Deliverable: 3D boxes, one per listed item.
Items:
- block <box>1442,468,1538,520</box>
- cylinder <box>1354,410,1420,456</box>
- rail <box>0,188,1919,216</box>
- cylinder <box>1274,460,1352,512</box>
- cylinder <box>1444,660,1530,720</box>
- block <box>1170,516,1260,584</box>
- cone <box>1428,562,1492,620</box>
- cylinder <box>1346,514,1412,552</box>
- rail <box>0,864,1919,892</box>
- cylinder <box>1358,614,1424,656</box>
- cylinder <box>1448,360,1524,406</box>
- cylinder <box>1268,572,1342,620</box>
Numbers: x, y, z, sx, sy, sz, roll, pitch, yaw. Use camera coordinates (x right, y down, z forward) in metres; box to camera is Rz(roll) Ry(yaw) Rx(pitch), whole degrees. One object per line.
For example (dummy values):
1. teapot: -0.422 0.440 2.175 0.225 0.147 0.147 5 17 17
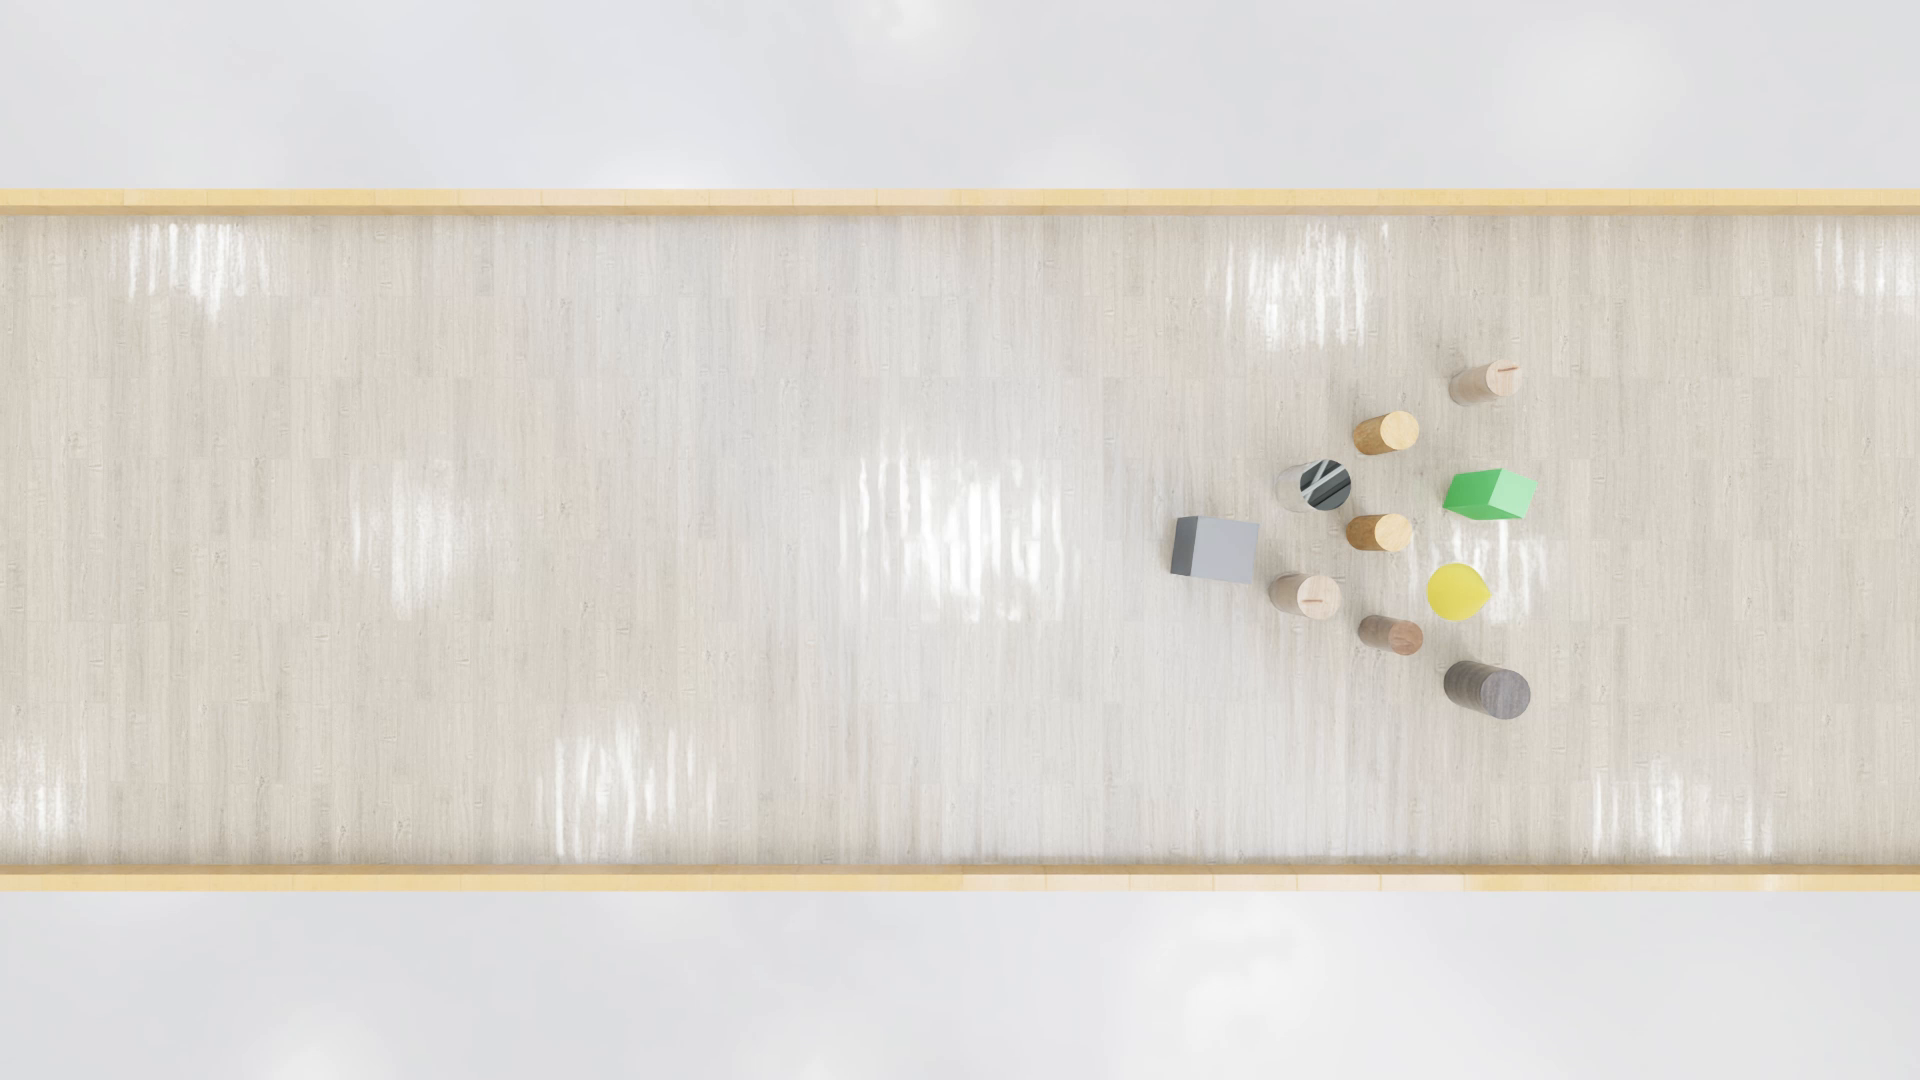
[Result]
1. block: 1.555 -0.131 4.856 0.109 0.440 0.109 21 90 0
2. cylinder: 1.266 -0.316 4.912 0.111 0.329 0.111 0 90 0
3. rail: -2.247 -1.025 5.002 12.000 0.150 0.050 0 90 0
4. cylinder: 1.042 -0.157 4.888 0.147 0.376 0.147 0 90 0
5. cylinder: 1.560 0.442 4.897 0.144 0.360 0.144 0 90 0
6. block: 0.744 0.029 4.853 0.173 0.446 0.173 8 90 0
7. cone: 1.527 0.160 4.903 0.180 0.347 0.180 0 90 0
8. cylinder: 1.242 -0.022 4.901 0.108 0.350 0.108 0 90 0
9. rail: -2.247 1.025 5.001 12.000 0.150 0.050 0 90 0
10. cylinder: 1.276 0.281 4.900 0.101 0.354 0.101 0 90 0
11. cylinder: 1.557 -0.464 4.896 0.106 0.361 0.106 0 90 0
12. cylinder: 1.013 0.162 4.864 0.125 0.425 0.125 0 90 0
